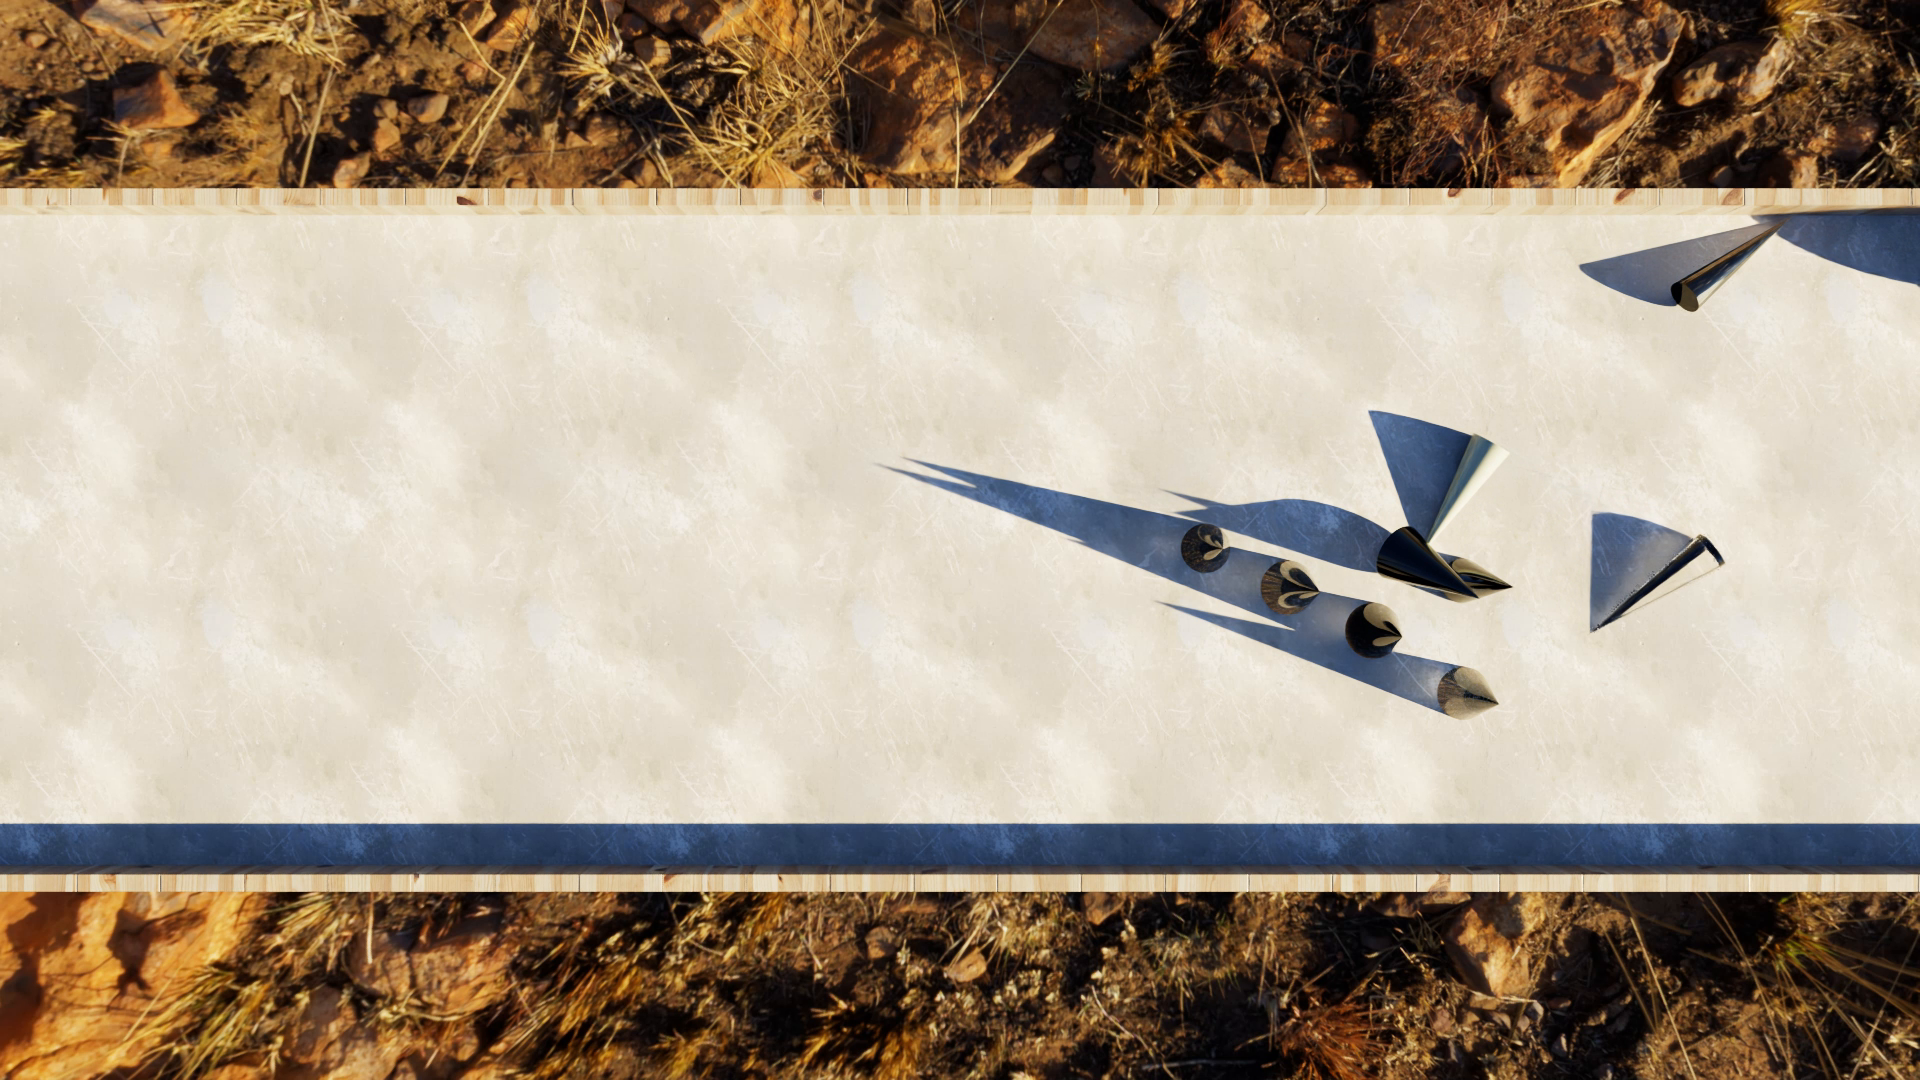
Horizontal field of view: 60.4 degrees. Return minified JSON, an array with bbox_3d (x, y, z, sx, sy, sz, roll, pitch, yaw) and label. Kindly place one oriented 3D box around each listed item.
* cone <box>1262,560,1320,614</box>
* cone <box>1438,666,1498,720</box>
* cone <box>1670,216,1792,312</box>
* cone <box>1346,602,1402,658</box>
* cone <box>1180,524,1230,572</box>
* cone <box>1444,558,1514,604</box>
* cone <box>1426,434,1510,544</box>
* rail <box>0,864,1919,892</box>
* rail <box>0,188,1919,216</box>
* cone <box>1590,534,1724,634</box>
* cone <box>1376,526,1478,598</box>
[{"bbox_3d":[1.010,0.147,4.850,0.168,0.454,0.168,0,90,0],"label":"cone"},{"bbox_3d":[1.550,0.472,4.908,0.164,0.337,0.164,0,90,0],"label":"cone"},{"bbox_3d":[2.387,-0.869,5.050,0.447,0.108,0.108,-36,90,-7],"label":"cone"},{"bbox_3d":[1.272,0.279,4.908,0.173,0.337,0.173,0,90,0],"label":"cone"},{"bbox_3d":[0.756,0.025,4.910,0.152,0.334,0.152,0,90,0],"label":"cone"},{"bbox_3d":[1.566,0.130,4.899,0.138,0.339,0.138,0,92,-8],"label":"cone"},{"bbox_3d":[1.514,-0.120,5.046,0.123,0.123,0.409,30,99,0],"label":"cone"},{"bbox_3d":[-2.247,1.025,5.001,12.000,0.150,0.050,0,90,0],"label":"rail"},{"bbox_3d":[-2.247,-1.025,5.002,12.000,0.150,0.050,0,90,0],"label":"rail"},{"bbox_3d":[2.111,0.160,5.047,0.443,0.117,0.117,-37,90,8],"label":"cone"},{"bbox_3d":[1.420,0.105,4.897,0.177,0.323,0.177,-17,123,-28],"label":"cone"}]
